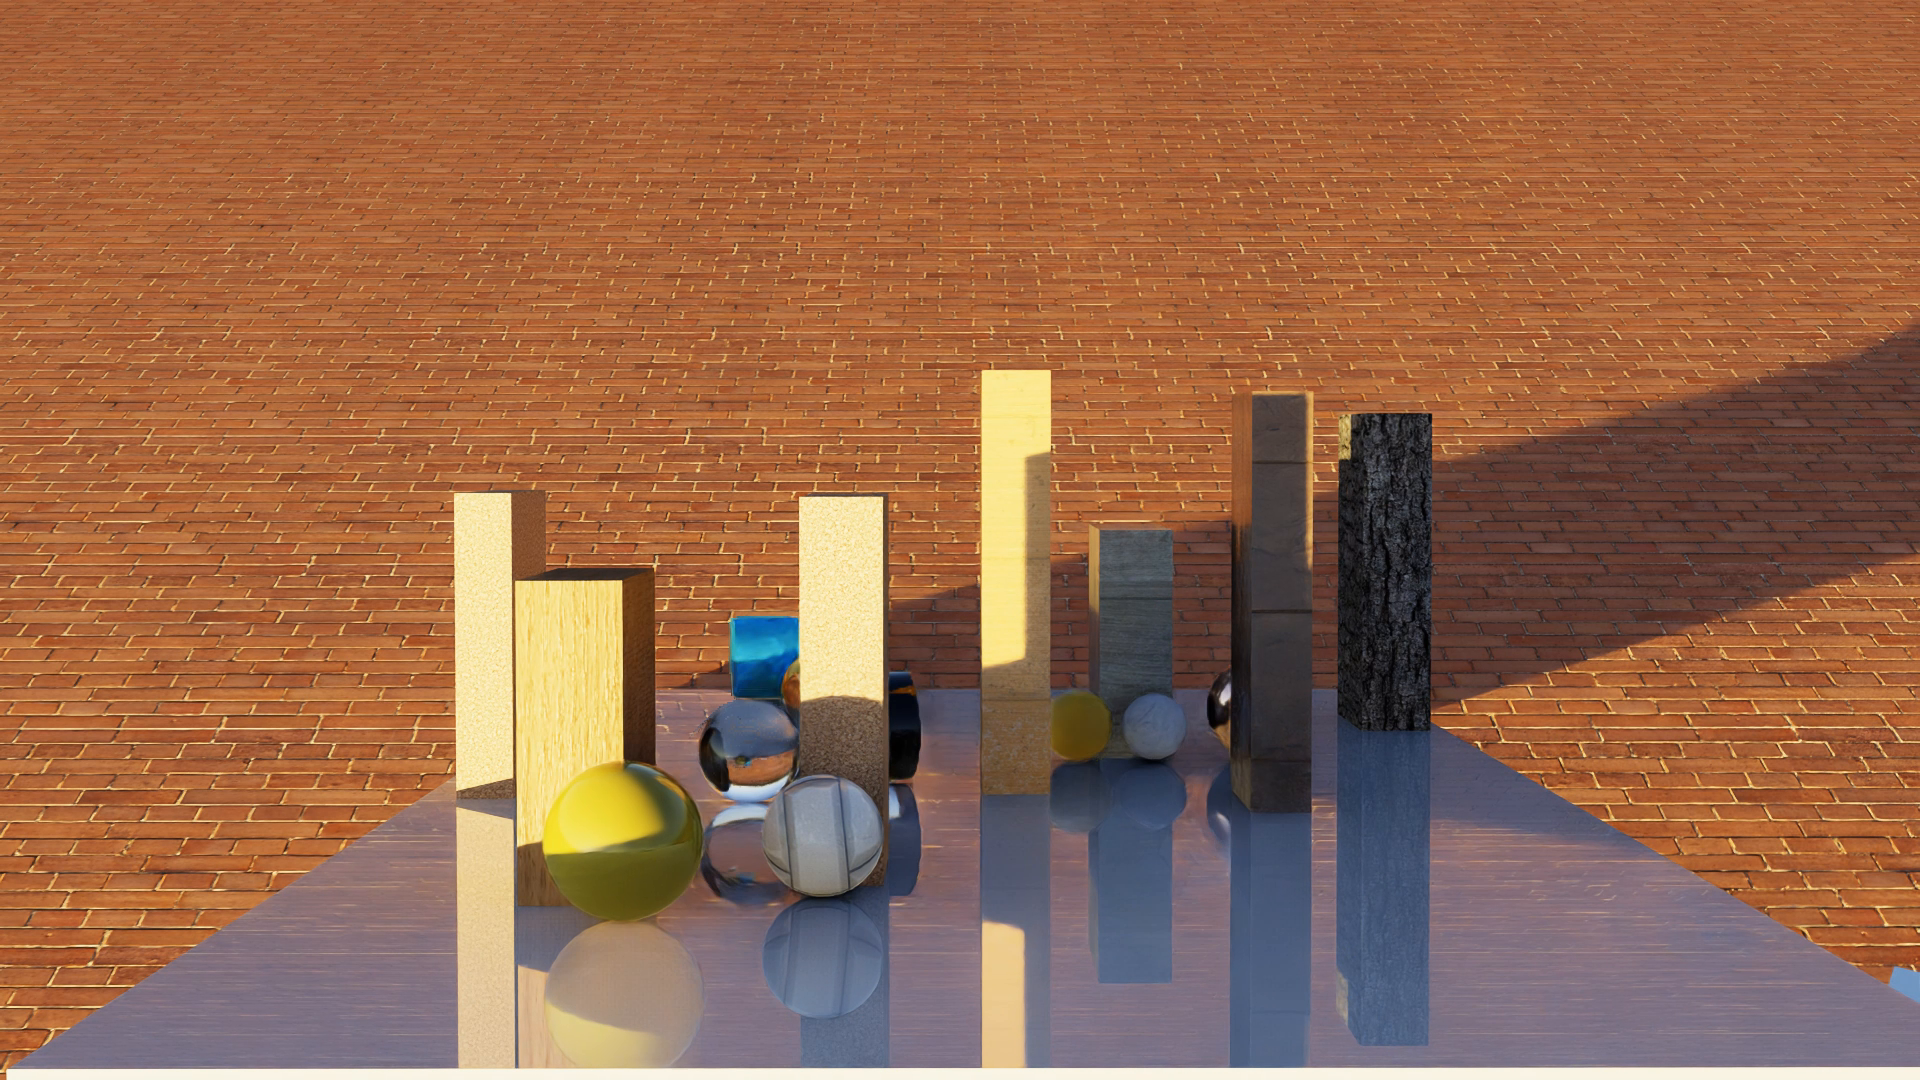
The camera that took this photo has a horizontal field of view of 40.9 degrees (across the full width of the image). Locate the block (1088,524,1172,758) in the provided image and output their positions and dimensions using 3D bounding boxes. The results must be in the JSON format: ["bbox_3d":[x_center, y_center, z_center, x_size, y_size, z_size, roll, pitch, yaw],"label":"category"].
[{"bbox_3d":[0.348,0.198,5.297,0.145,0.451,0.406,0,2,0],"label":"block"}]

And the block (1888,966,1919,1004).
[{"bbox_3d":[1.940,0.999,5.163,0.182,0.182,0.182,12,27,25],"label":"block"}]

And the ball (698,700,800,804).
[{"bbox_3d":[-0.363,0.365,4.448,0.178,0.178,0.178,0,24,0],"label":"ball"}]

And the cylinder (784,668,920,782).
[{"bbox_3d":[-0.198,0.341,4.697,0.204,0.204,0.204,-2,24,-18],"label":"cylinder"}]

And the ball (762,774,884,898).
[{"bbox_3d":[-0.188,0.404,3.521,0.167,0.167,0.167,0,24,0],"label":"ball"}]

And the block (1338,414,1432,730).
[{"bbox_3d":[0.944,0.063,5.746,0.148,0.687,0.361,0,2,0],"label":"block"}]

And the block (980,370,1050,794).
[{"bbox_3d":[0.099,0.070,4.713,0.121,0.749,0.336,0,2,0],"label":"block"}]

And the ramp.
[{"bbox_3d":[0.055,0.501,4.547,2.000,0.100,4.000,0,2,0],"label":"ramp"}]

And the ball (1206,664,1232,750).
[{"bbox_3d":[0.586,0.332,5.078,0.199,0.199,0.199,0,24,0],"label":"ball"}]

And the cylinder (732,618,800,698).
[{"bbox_3d":[-0.456,0.288,6.314,0.195,0.195,0.195,-1,24,-9],"label":"cylinder"}]

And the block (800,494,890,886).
[{"bbox_3d":[-0.166,0.207,3.752,0.116,0.545,0.309,0,2,0],"label":"block"}]

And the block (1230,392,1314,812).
[{"bbox_3d":[0.539,0.099,4.474,0.102,0.707,0.316,0,2,0],"label":"block"}]

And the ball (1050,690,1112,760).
[{"bbox_3d":[0.230,0.363,5.048,0.140,0.140,0.140,0,24,0],"label":"ball"}]

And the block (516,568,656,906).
[{"bbox_3d":[-0.522,0.266,3.628,0.142,0.436,0.372,0,2,0],"label":"block"}]

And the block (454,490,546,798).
[{"bbox_3d":[-0.832,0.179,4.685,0.099,0.535,0.379,0,2,0],"label":"block"}]

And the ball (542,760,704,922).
[{"bbox_3d":[-0.437,0.390,3.343,0.208,0.208,0.208,0,24,0],"label":"ball"}]

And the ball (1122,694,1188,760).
[{"bbox_3d":[0.380,0.365,5.036,0.129,0.129,0.129,0,24,0],"label":"ball"}]

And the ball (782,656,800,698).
[{"bbox_3d":[-0.314,0.328,5.710,0.163,0.163,0.163,0,24,0],"label":"ball"}]
